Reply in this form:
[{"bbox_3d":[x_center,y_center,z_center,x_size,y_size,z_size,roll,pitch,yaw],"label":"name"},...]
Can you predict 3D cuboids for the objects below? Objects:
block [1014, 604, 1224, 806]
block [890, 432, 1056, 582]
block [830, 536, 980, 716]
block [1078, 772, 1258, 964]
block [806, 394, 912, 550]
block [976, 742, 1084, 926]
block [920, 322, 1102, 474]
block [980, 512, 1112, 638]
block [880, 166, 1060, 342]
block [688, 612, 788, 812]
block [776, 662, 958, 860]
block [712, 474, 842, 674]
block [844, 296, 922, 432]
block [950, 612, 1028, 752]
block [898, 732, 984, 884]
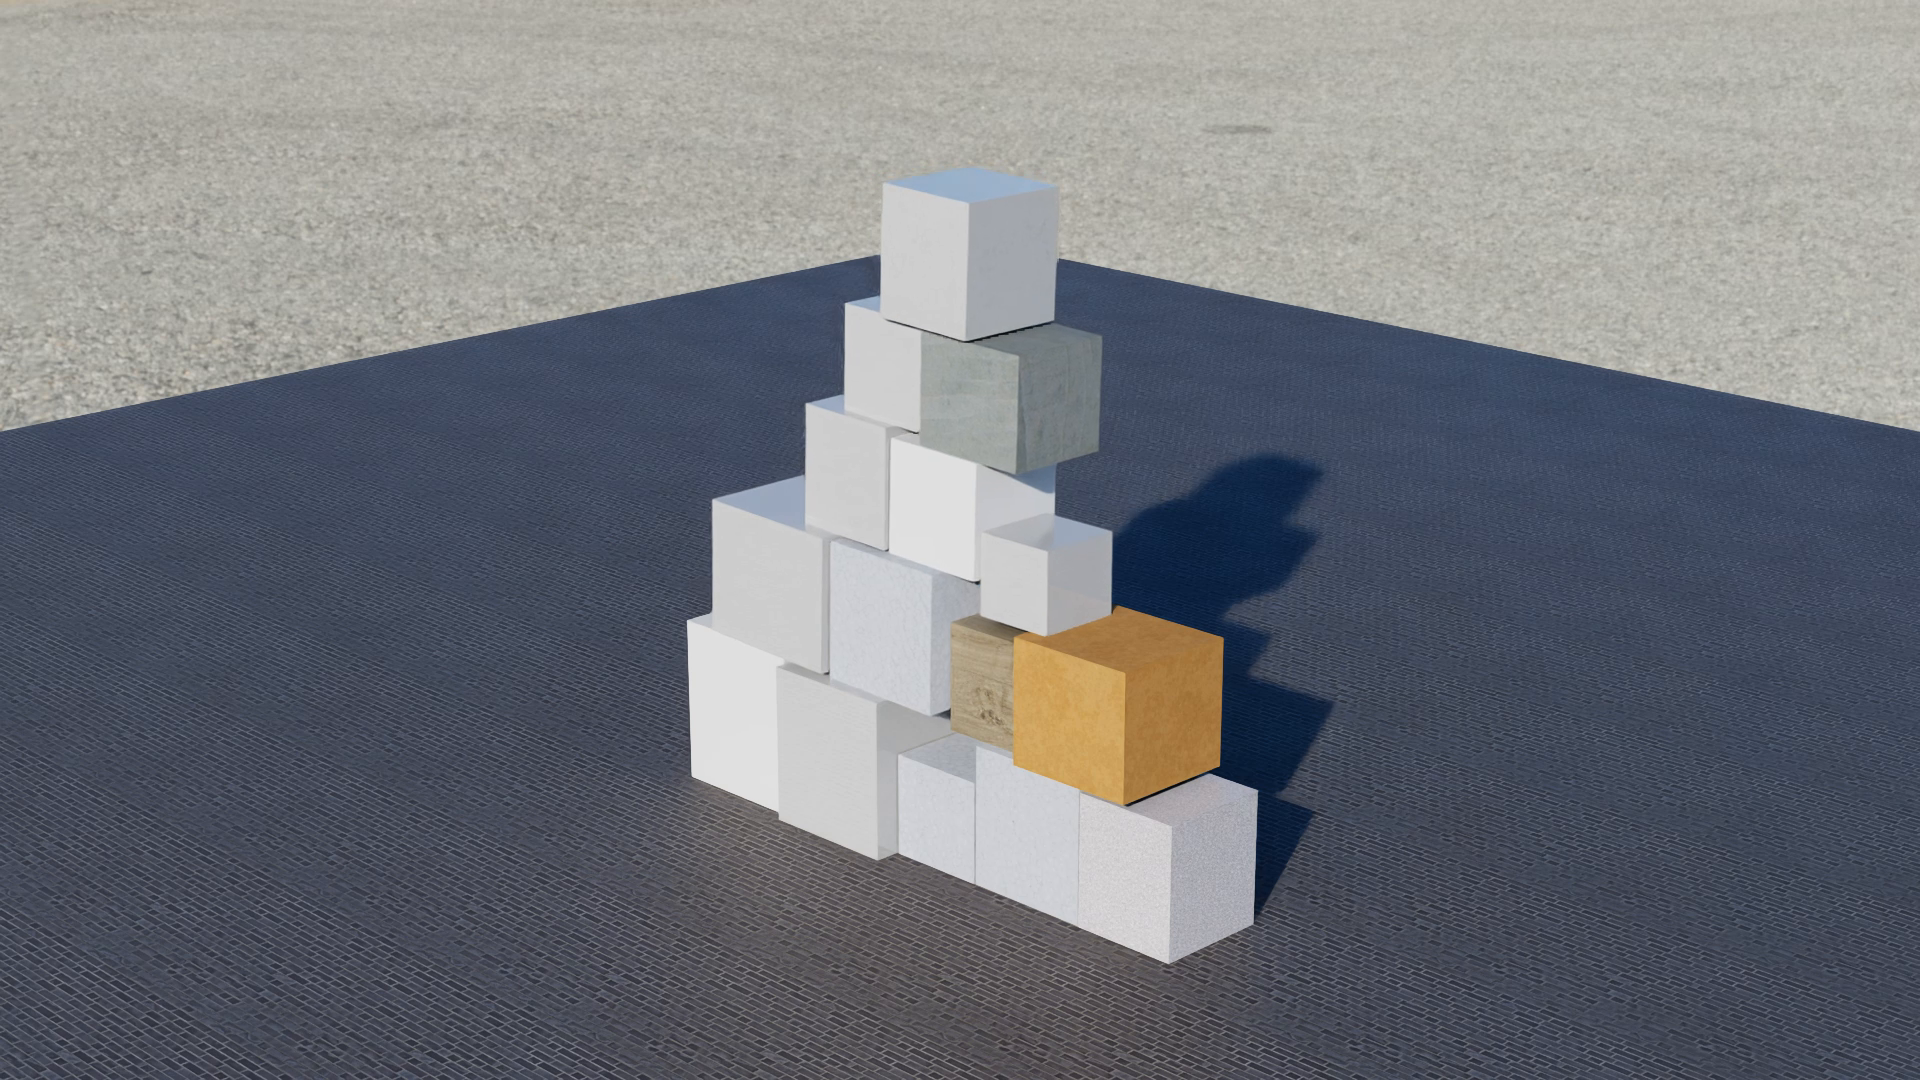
[{"bbox_3d":[0.690,0.709,12.837,0.637,0.599,0.652,-17,24,-42],"label":"block"},{"bbox_3d":[0.056,-0.191,13.216,0.513,0.544,0.539,-17,25,-42],"label":"block"},{"bbox_3d":[-0.128,0.328,13.576,0.674,0.672,0.665,-17,25,-42],"label":"block"},{"bbox_3d":[0.908,1.397,12.837,0.568,0.637,0.529,-17,24,-42],"label":"block"},{"bbox_3d":[-0.325,-0.350,13.563,0.567,0.579,0.530,-17,26,-42],"label":"block"},{"bbox_3d":[0.499,1.252,13.235,0.576,0.676,0.629,-17,24,-42],"label":"block"},{"bbox_3d":[0.222,-0.658,12.931,0.528,0.528,0.593,-17,25,-42],"label":"block"},{"bbox_3d":[0.382,0.150,12.965,0.415,0.390,0.407,-17,24,-42],"label":"block"},{"bbox_3d":[0.040,-1.266,12.889,0.560,0.604,0.533,-17,26,-42],"label":"block"},{"bbox_3d":[-0.830,0.783,14.480,0.722,0.823,0.709,-17,24,-42],"label":"block"},{"bbox_3d":[-0.333,0.956,14.004,0.825,0.780,0.689,-17,24,-42],"label":"block"},{"bbox_3d":[-0.640,0.133,14.057,0.770,0.667,0.775,-17,26,-42],"label":"block"},{"bbox_3d":[-0.181,-0.819,13.274,0.459,0.500,0.508,-17,26,-42],"label":"block"},{"bbox_3d":[0.292,0.620,13.251,0.457,0.519,0.488,-17,24,-42],"label":"block"},{"bbox_3d":[0.093,1.218,13.644,0.577,0.495,0.491,-17,24,-42],"label":"block"}]
